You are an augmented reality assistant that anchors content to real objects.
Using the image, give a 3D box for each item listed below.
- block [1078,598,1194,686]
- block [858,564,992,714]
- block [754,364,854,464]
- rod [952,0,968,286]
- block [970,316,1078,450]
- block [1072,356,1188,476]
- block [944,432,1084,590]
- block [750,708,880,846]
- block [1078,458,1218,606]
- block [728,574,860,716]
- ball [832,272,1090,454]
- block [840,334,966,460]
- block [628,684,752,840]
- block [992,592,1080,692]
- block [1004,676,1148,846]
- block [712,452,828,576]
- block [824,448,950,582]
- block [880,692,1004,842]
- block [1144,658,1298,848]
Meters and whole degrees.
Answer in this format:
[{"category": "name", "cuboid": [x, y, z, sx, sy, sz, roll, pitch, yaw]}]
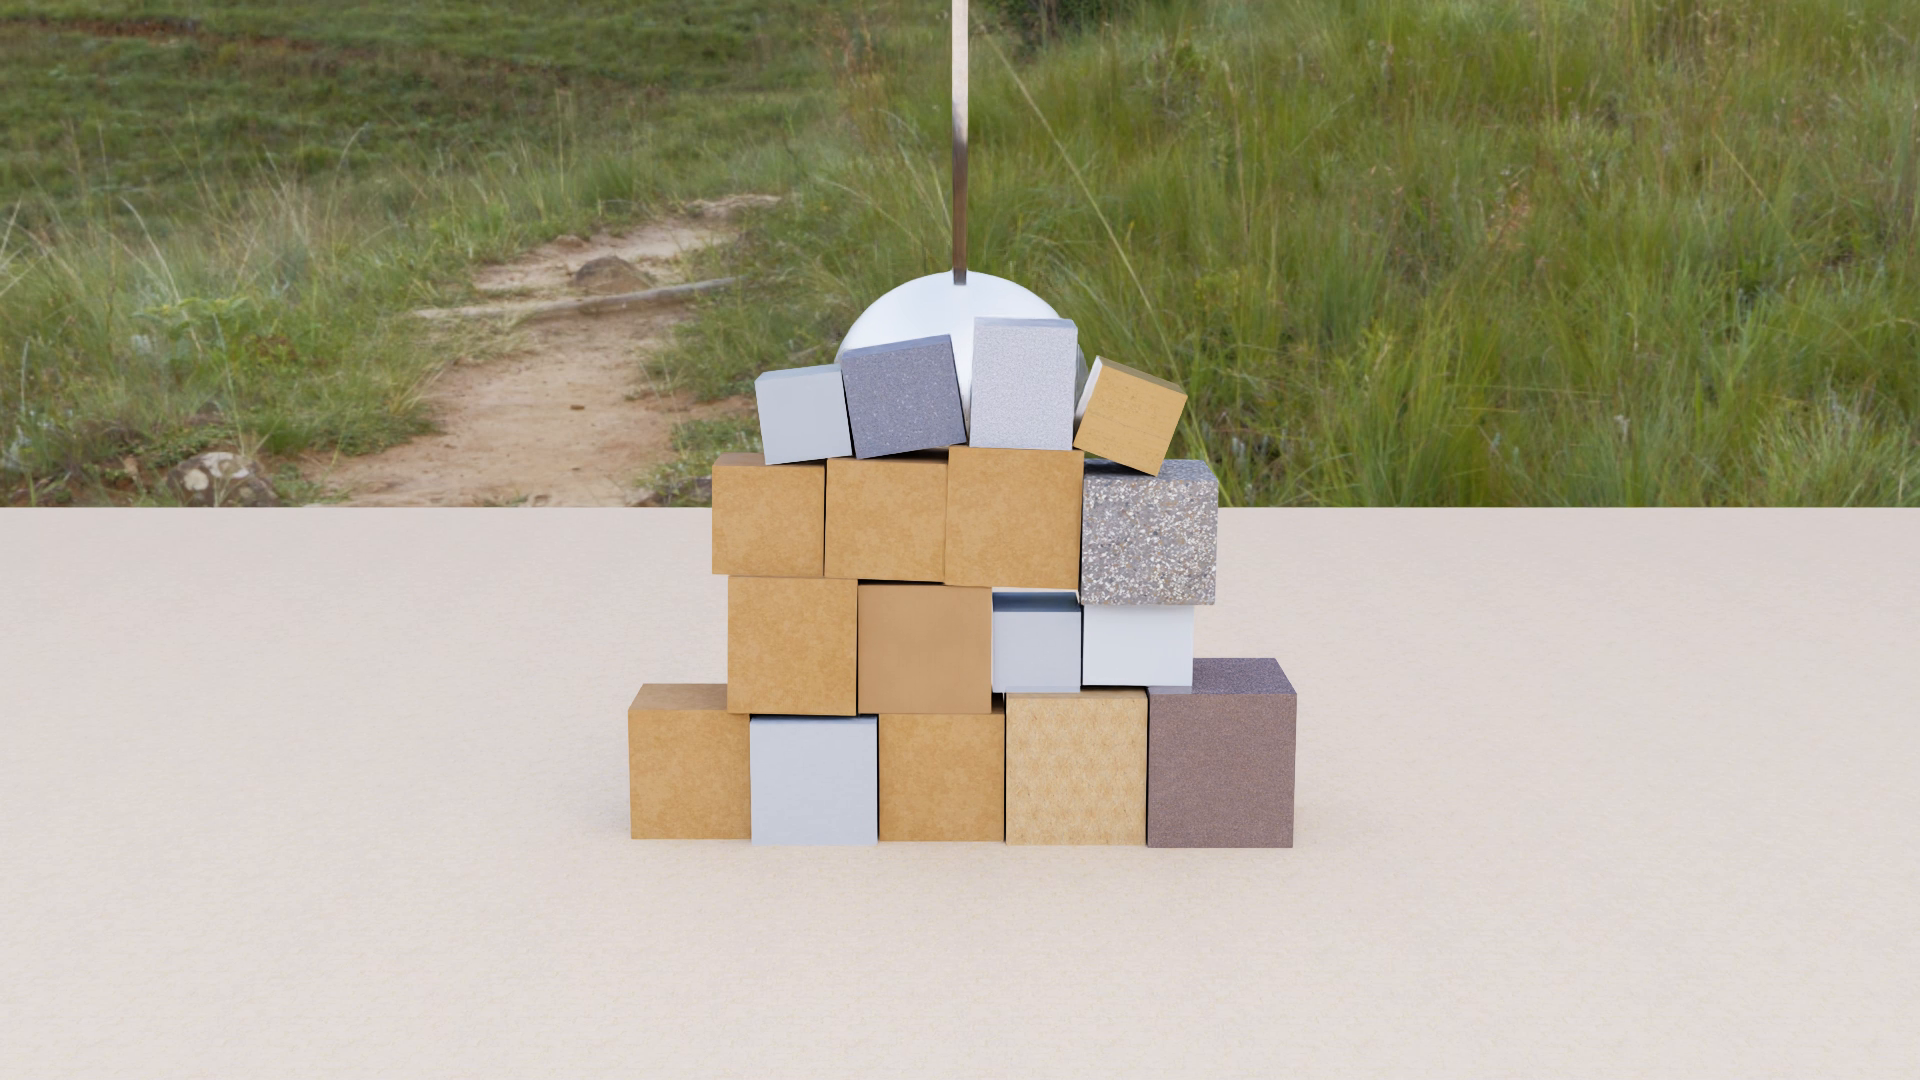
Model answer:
[{"category": "block", "cuboid": [0.896, 0.471, 11.275, 0.549, 0.440, 0.488, 1, 10, 0]}, {"category": "block", "cuboid": [-0.176, 0.497, 11.283, 0.667, 0.654, 0.588, 0, 10, 0]}, {"category": "block", "cuboid": [-0.771, -0.639, 11.064, 0.432, 0.420, 0.408, -7, 11, 2]}, {"category": "rod", "cuboid": [0.000, -3.729, 11.416, 0.080, 5.200, 0.080, 0, 31, 0]}, {"category": "block", "cuboid": [0.310, -0.791, 11.023, 0.504, 0.601, 0.509, 2, 10, 0]}, {"category": "block", "cuboid": [0.839, -0.631, 11.079, 0.447, 0.427, 0.502, 20, 10, -3]}, {"category": "block", "cuboid": [0.266, -0.156, 11.138, 0.664, 0.692, 0.572, 2, 10, 0]}, {"category": "block", "cuboid": [-0.734, 1.165, 11.390, 0.633, 0.632, 0.716, 0, 10, 0]}, {"category": "block", "cuboid": [0.933, -0.051, 11.175, 0.661, 0.624, 0.723, 1, 10, 0]}, {"category": "block", "cuboid": [-0.836, 0.474, 11.267, 0.642, 0.693, 0.642, 1, 10, 0]}, {"category": "ball", "cuboid": [0.000, -0.801, 13.143, 1.600, 1.600, 1.600, 0, 10, 0]}, {"category": "block", "cuboid": [-0.279, -0.728, 11.063, 0.548, 0.502, 0.477, -9, 10, 2]}, {"category": "block", "cuboid": [-1.367, 1.140, 11.404, 0.613, 0.676, 0.557, 0, 10, 0]}, {"category": "block", "cuboid": [0.385, 0.520, 11.295, 0.440, 0.413, 0.504, 0, 10, 0]}, {"category": "block", "cuboid": [0.583, 1.103, 11.370, 0.702, 0.762, 0.707, 0, 10, 0]}, {"category": "block", "cuboid": [-0.952, -0.135, 11.138, 0.555, 0.547, 0.483, 1, 10, 0]}, {"category": "block", "cuboid": [-0.365, -0.144, 11.157, 0.597, 0.589, 0.581, 2, 10, 0]}, {"category": "block", "cuboid": [-0.092, 1.148, 11.390, 0.630, 0.664, 0.602, 0, 10, 0]}, {"category": "block", "cuboid": [1.309, 1.087, 11.361, 0.729, 0.797, 0.778, 0, 10, 0]}]
